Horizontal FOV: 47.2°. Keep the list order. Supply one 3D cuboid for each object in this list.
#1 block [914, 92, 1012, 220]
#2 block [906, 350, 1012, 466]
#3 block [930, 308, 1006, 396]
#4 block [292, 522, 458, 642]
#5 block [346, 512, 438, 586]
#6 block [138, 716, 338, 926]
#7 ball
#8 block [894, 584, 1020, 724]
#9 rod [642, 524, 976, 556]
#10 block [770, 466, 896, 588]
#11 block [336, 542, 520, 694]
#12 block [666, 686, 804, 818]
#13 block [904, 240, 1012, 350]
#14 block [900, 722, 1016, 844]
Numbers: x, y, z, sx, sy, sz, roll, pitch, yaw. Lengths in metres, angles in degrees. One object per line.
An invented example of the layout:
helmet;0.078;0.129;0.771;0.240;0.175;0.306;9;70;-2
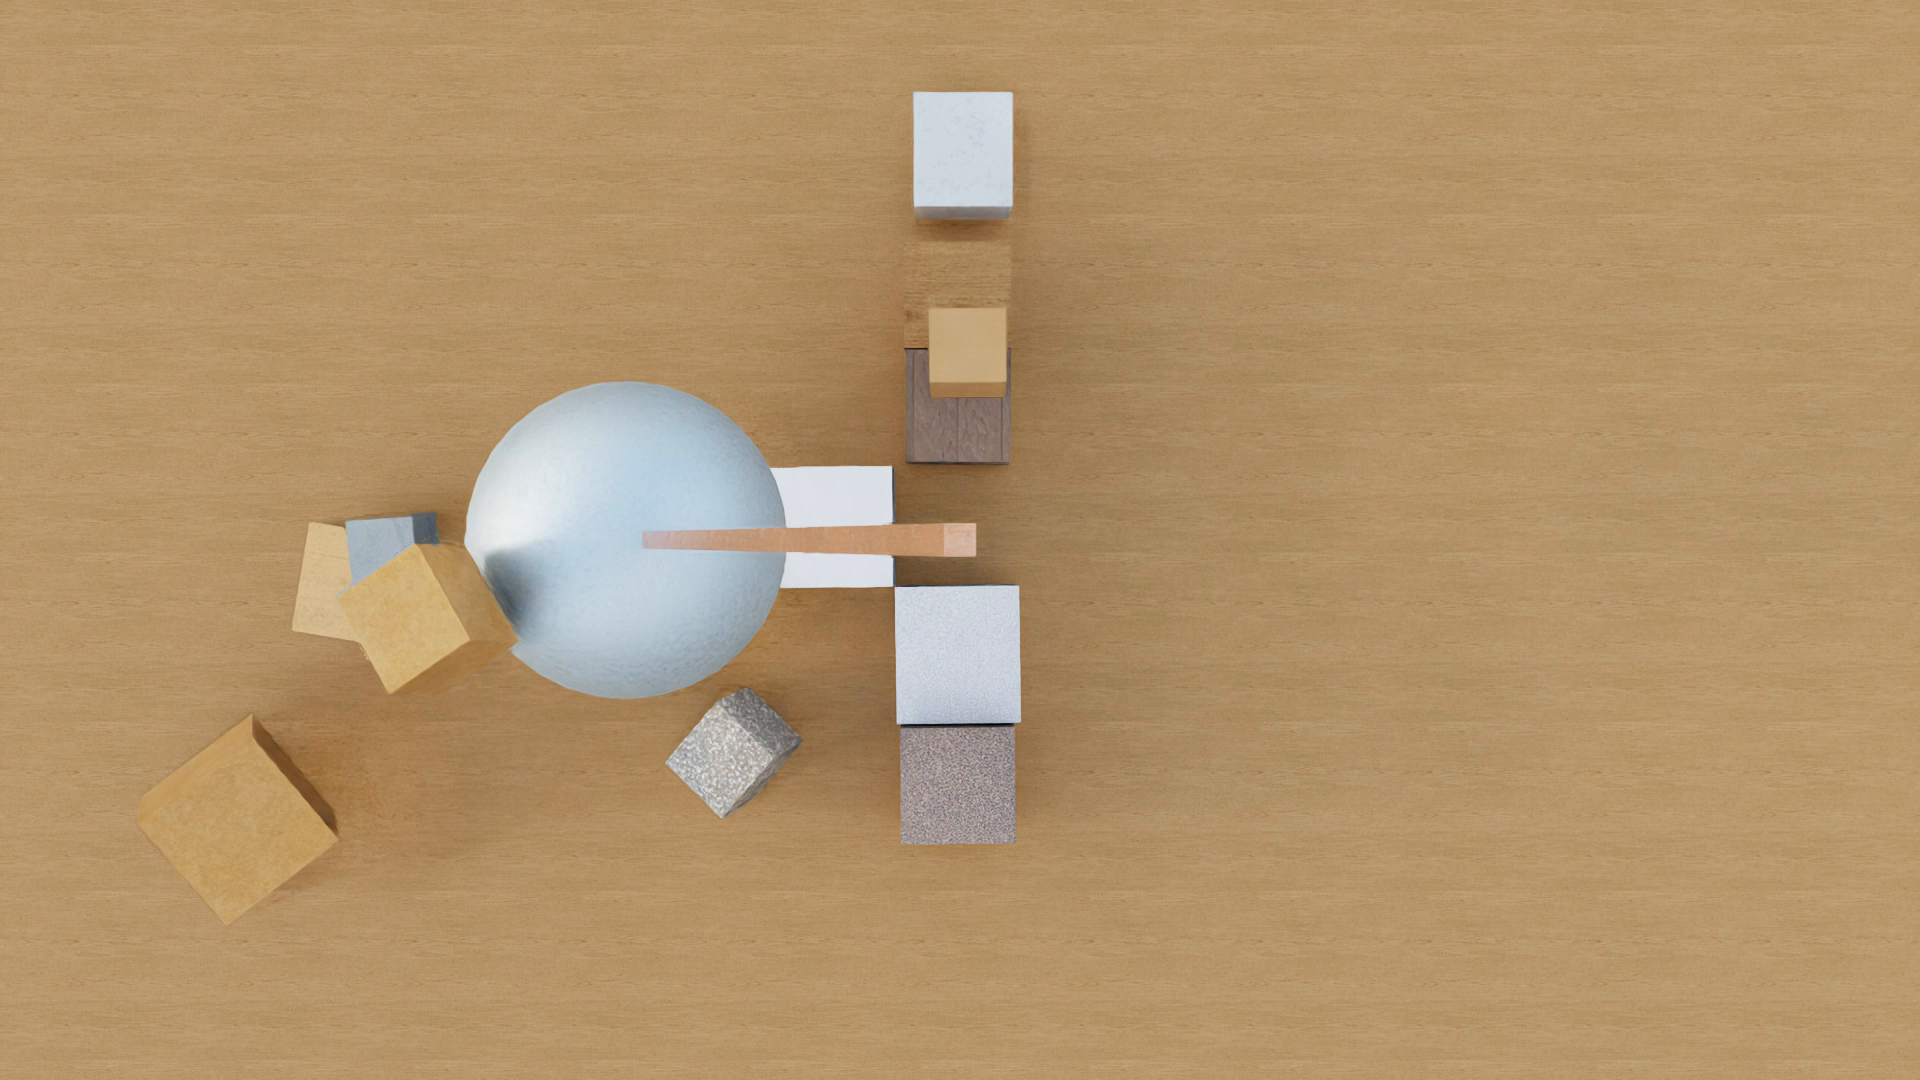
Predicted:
block;0.017;-2.218;12.735;0.557;0.531;0.646;0;90;0
block;-0.008;-0.759;12.709;0.595;0.582;0.633;0;90;0
block;0.042;-1.036;12.200;0.418;0.424;0.408;0;83;0
block;-3.352;0.258;12.653;0.687;0.694;0.617;9;90;0
block;-2.940;0.057;11.433;0.358;0.315;0.364;-4;95;10
block;-4.026;1.552;12.295;0.742;0.693;0.738;-38;106;-10
ball;-1.668;0.000;11.042;1.600;1.600;1.600;0;90;0
block;-0.012;0.648;12.695;0.699;0.611;0.771;-1;90;0
rod;-0.723;0.000;7.776;0.080;5.200;0.080;0;90;-16
block;-0.747;-0.073;12.695;0.733;0.609;0.680;-1;90;0
block;-2.465;0.372;10.221;0.467;0.512;0.517;-33;79;10
block;-1.298;1.219;12.681;0.459;0.437;0.501;44;109;8
block;-0.014;-1.391;12.728;0.607;0.544;0.603;0;90;0
block;-0.011;1.371;12.630;0.640;0.740;0.648;-1;90;0
